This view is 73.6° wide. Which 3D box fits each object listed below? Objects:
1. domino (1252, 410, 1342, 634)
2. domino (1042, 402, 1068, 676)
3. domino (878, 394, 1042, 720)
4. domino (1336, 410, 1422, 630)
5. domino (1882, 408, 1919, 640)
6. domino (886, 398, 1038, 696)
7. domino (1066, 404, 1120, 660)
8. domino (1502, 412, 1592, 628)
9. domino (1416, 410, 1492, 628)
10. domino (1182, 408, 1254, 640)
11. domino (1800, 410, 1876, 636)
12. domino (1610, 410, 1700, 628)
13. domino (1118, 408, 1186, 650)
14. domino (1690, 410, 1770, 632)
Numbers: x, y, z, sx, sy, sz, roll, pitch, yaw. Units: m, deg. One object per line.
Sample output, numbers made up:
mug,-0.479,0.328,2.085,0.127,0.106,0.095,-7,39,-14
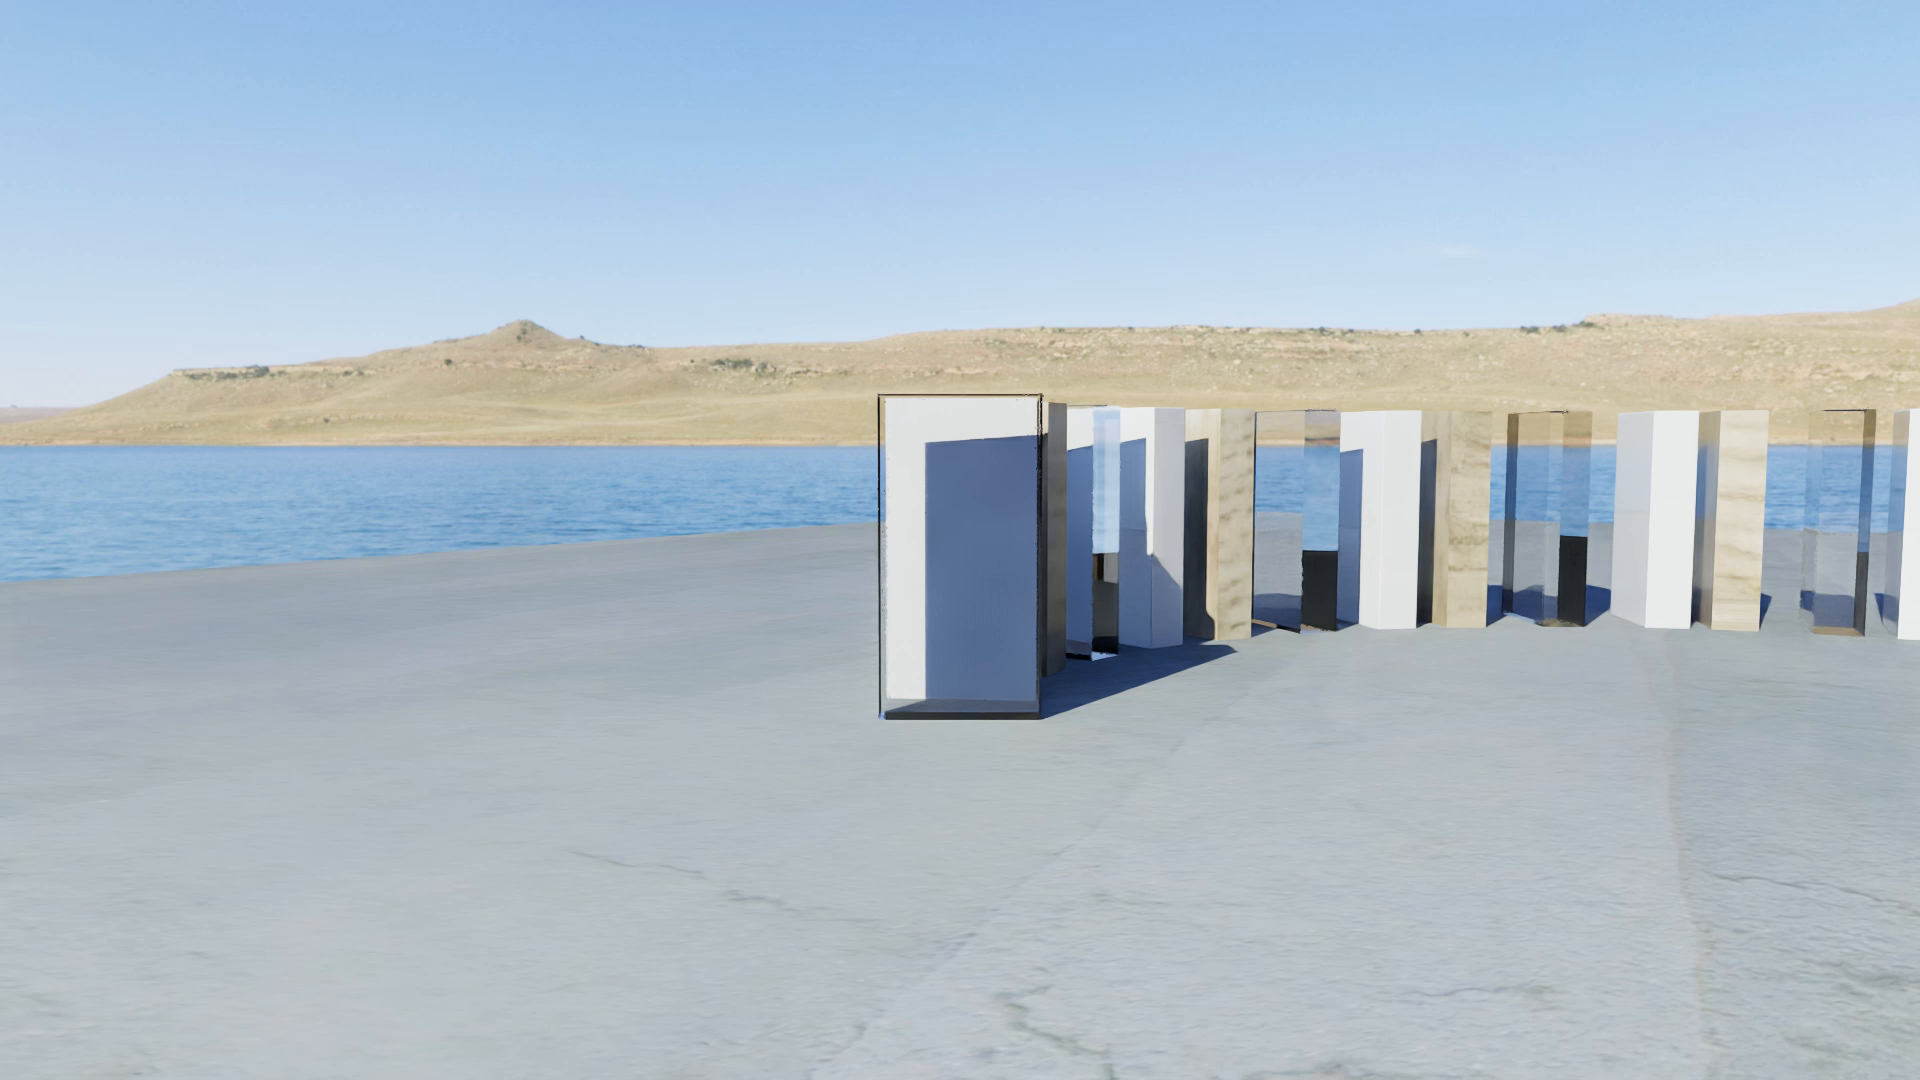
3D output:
domino,0.077,-0.005,0.299,0.009,0.050,0.025,-2,5,-20
domino,0.007,-0.001,0.242,0.025,0.050,0.010,2,5,26
domino,0.000,0.002,0.201,0.025,0.050,0.009,0,4,0
domino,0.098,-0.005,0.305,0.009,0.050,0.025,-1,4,-13
domino,0.215,-0.004,0.287,0.010,0.050,0.025,2,5,29
domino,0.001,0.001,0.220,0.025,0.050,0.009,0,4,5
domino,0.019,-0.002,0.262,0.025,0.050,0.009,4,6,40
domino,0.141,-0.006,0.309,0.009,0.050,0.025,0,4,2
domino,0.116,-0.006,0.308,0.010,0.050,0.025,0,4,-5
domino,0.054,-0.004,0.289,0.009,0.050,0.025,-2,5,-29
domino,0.201,-0.005,0.294,0.010,0.050,0.025,2,5,27
domino,0.166,-0.005,0.306,0.010,0.050,0.025,1,4,10
domino,0.036,-0.003,0.277,0.009,0.050,0.025,-3,5,-38
domino,0.181,-0.005,0.303,0.009,0.050,0.025,1,5,18
